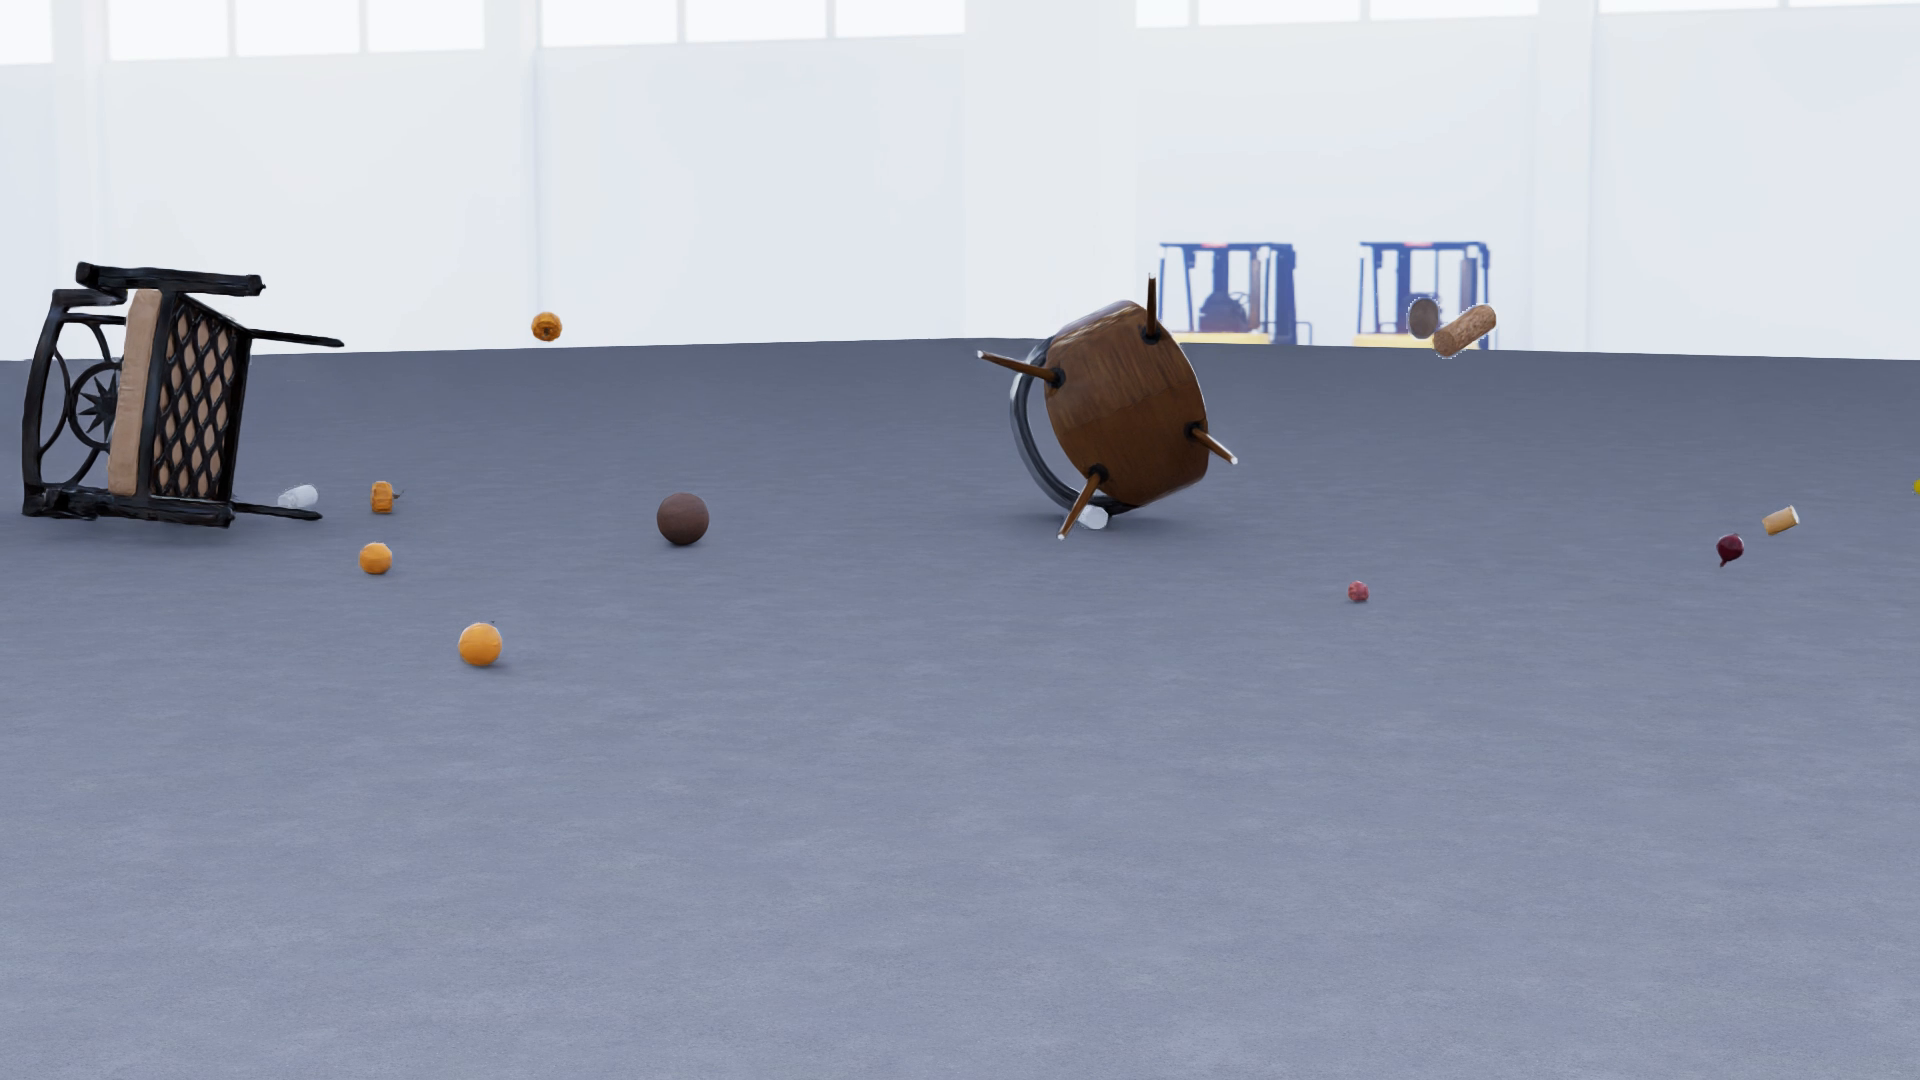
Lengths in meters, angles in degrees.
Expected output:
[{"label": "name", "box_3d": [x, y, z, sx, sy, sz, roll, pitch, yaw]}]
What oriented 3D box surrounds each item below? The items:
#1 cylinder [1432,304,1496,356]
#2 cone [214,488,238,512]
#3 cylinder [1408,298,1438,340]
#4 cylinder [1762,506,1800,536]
[{"label": "cylinder", "box_3d": [1.179, -0.490, 5.995, 0.125, 0.065, 0.106, -32, -4, -17]}, {"label": "cone", "box_3d": [-2.041, -0.098, 7.199, 0.108, 0.059, 0.069, 38, -9, 29]}, {"label": "cylinder", "box_3d": [1.308, -0.624, 7.240, 0.082, 0.109, 0.055, 7, -3, 8]}, {"label": "cylinder", "box_3d": [2.079, -0.048, 6.497, 0.075, 0.047, 0.061, -27, 17, 25]}]
